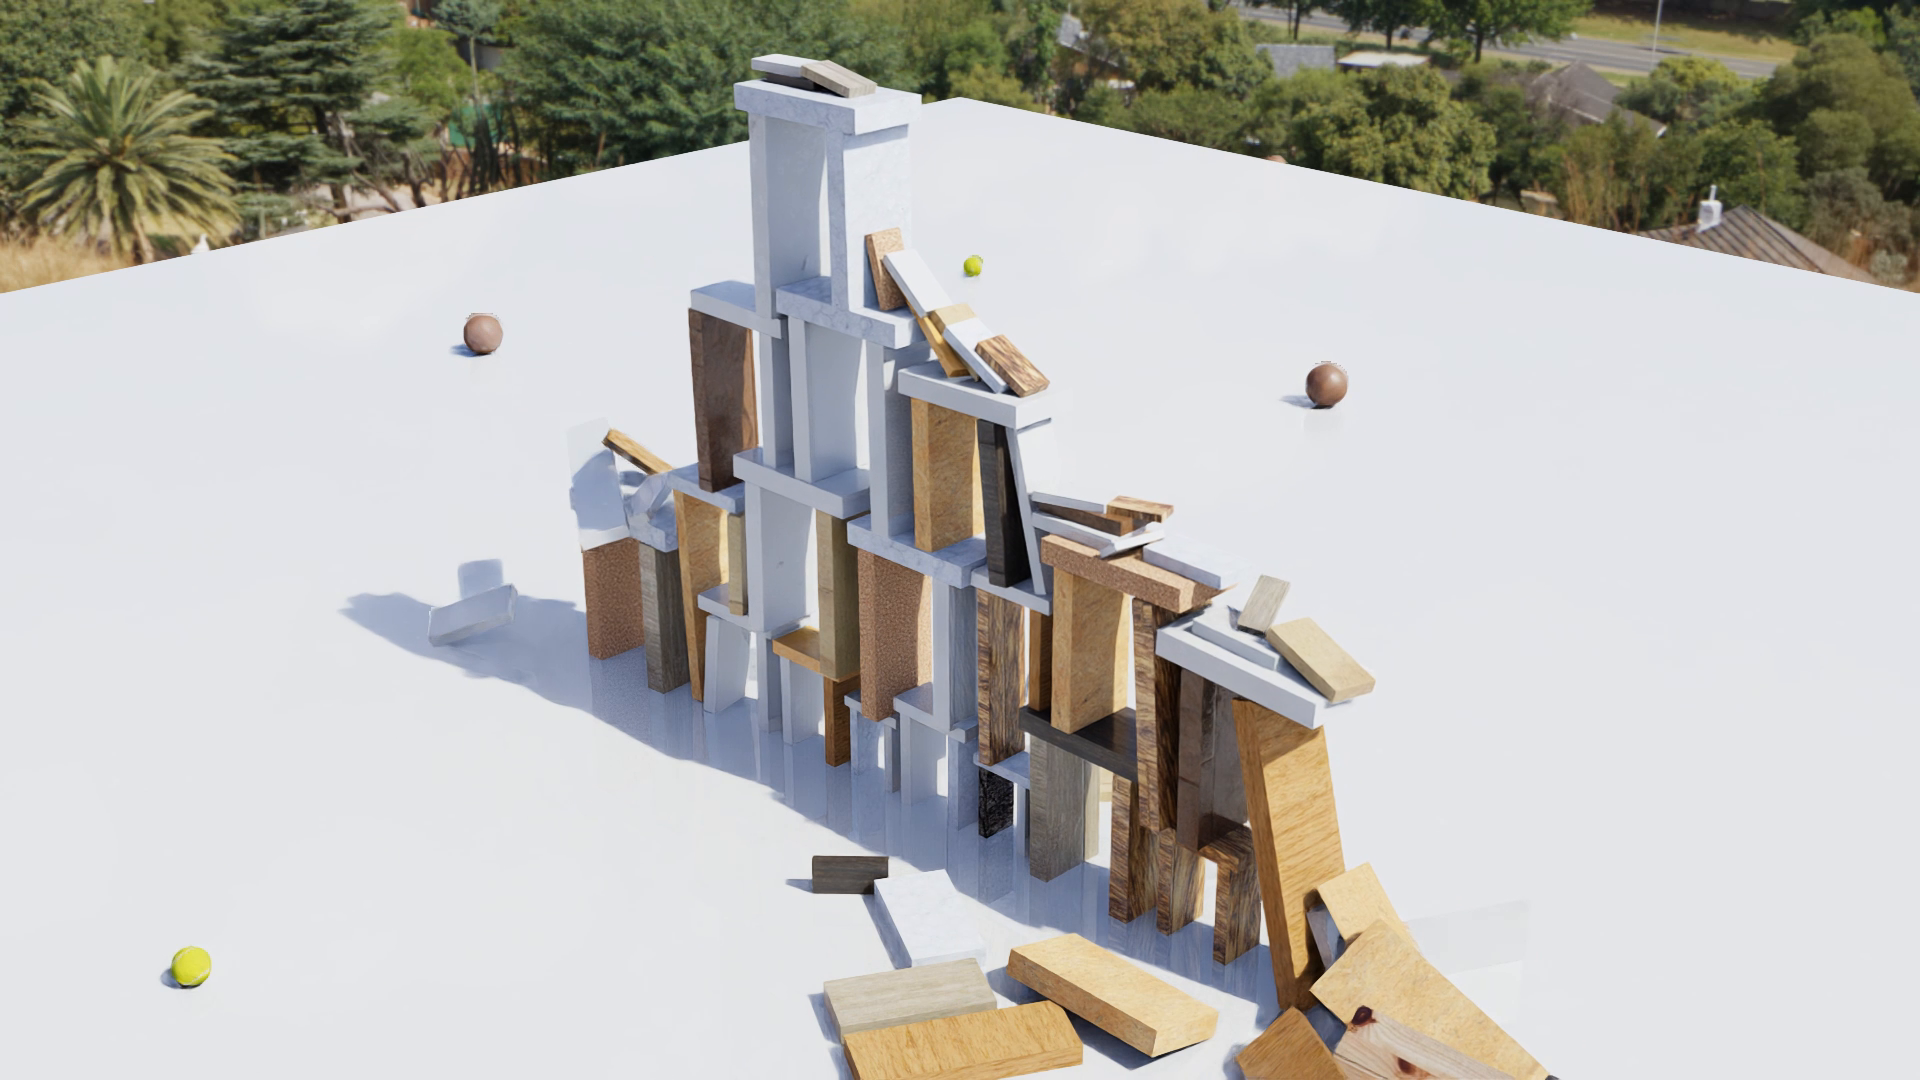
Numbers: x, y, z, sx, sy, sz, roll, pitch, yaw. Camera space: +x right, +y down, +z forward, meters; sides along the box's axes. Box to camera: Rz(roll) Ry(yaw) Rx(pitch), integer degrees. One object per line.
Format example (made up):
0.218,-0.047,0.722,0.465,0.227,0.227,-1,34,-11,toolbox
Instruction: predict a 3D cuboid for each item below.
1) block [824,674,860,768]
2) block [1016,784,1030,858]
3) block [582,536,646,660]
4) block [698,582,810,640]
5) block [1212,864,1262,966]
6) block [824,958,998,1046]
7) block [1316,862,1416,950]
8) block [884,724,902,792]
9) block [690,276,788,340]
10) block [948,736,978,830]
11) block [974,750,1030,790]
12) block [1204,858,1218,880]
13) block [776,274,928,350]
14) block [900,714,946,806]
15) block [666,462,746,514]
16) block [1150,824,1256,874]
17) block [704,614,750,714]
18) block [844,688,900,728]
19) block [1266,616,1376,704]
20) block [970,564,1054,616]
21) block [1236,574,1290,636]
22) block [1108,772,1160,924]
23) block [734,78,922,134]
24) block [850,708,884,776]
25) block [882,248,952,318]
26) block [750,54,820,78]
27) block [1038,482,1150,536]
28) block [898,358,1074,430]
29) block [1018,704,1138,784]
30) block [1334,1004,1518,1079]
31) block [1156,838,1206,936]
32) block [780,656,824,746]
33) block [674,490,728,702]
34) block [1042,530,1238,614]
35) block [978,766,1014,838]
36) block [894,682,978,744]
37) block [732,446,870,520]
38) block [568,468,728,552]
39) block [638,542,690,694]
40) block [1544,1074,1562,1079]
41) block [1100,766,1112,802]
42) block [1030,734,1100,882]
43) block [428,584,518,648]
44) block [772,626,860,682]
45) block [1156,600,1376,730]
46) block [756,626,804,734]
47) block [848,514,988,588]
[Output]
-0.237,0.366,4.634,0.029,0.206,0.103,21,31,41,block
0.146,0.536,4.298,0.022,0.156,0.078,21,31,41,block
-0.785,0.085,5.106,0.050,0.356,0.178,22,31,40,block
-0.447,0.148,4.769,0.233,0.033,0.117,20,30,38,block
0.502,0.655,3.959,0.100,0.201,0.028,-21,31,-41,block
-0.088,0.801,3.823,0.276,0.039,0.138,-6,24,-14,block
0.701,0.661,3.757,0.100,0.200,0.028,-28,-14,3,block
-0.120,0.437,4.534,0.022,0.154,0.077,21,31,41,block
-0.402,-0.472,4.451,0.280,0.040,0.140,22,31,40,block
0.022,0.469,4.395,0.102,0.203,0.029,-21,31,-41,block
0.109,0.440,4.298,0.156,0.022,0.078,21,31,40,block
0.497,0.632,4.251,0.107,0.015,0.054,-7,24,-16,block
-0.180,-0.445,4.235,0.336,0.048,0.168,21,31,40,block
-0.074,0.432,4.483,0.029,0.203,0.102,21,31,41,block
-0.513,-0.117,4.721,0.230,0.033,0.115,21,31,41,block
0.453,0.532,3.958,0.201,0.028,0.100,21,31,41,block
-0.513,0.256,4.856,0.033,0.233,0.117,20,30,28,block
-0.158,0.342,4.533,0.154,0.022,0.077,21,31,41,block
0.601,0.199,3.669,0.090,0.025,0.179,-11,41,-32,block
0.126,0.084,4.119,0.202,0.029,0.101,21,31,40,block
0.520,0.111,3.764,0.054,0.015,0.107,16,61,26,block
0.346,0.546,4.085,0.152,0.303,0.043,-21,31,-41,block
-0.251,-0.826,4.146,0.338,0.048,0.169,21,31,40,block
-0.193,0.409,4.600,0.077,0.154,0.022,-21,31,-41,block
-0.079,-0.480,4.110,0.072,0.020,0.144,-17,65,-39,block
-0.328,-0.907,4.204,0.136,0.019,0.068,19,29,38,block
0.245,-0.056,3.961,0.189,0.027,0.095,19,30,39,block
0.045,-0.278,4.063,0.303,0.043,0.152,20,30,41,block
0.271,0.357,4.086,0.152,0.043,0.303,-21,31,-40,block
0.745,0.885,3.483,0.338,0.048,0.169,20,73,39,block
0.408,0.618,4.046,0.100,0.201,0.028,-21,31,-41,block
-0.334,0.328,4.724,0.103,0.206,0.029,-21,31,-41,block
-0.558,0.110,4.867,0.033,0.496,0.115,17,28,42,block
0.316,0.039,3.897,0.321,0.046,0.161,21,31,41,block
0.072,0.507,4.366,0.022,0.156,0.078,21,31,41,block
-0.026,0.343,4.394,0.102,0.029,0.203,-21,31,-40,block
-0.290,-0.131,4.477,0.332,0.047,0.166,21,31,40,block
-0.701,-0.069,4.948,0.178,0.050,0.356,-21,31,-40,block
-0.630,0.149,4.954,0.050,0.356,0.178,17,28,36,block
0.885,0.899,3.594,0.263,0.037,0.131,18,29,37,block
0.288,0.494,4.567,0.081,0.023,0.162,-2,23,-5,block
0.202,0.489,4.218,0.043,0.303,0.152,20,30,41,block
-1.145,0.178,5.170,0.208,0.029,0.104,-19,38,10,block
-0.287,0.239,4.633,0.206,0.029,0.103,21,31,40,block
0.520,0.209,3.757,0.170,0.048,0.340,-21,35,-41,block
-0.385,0.293,4.771,0.033,0.233,0.117,22,31,40,block
-0.055,0.006,4.287,0.315,0.045,0.157,21,31,40,block
